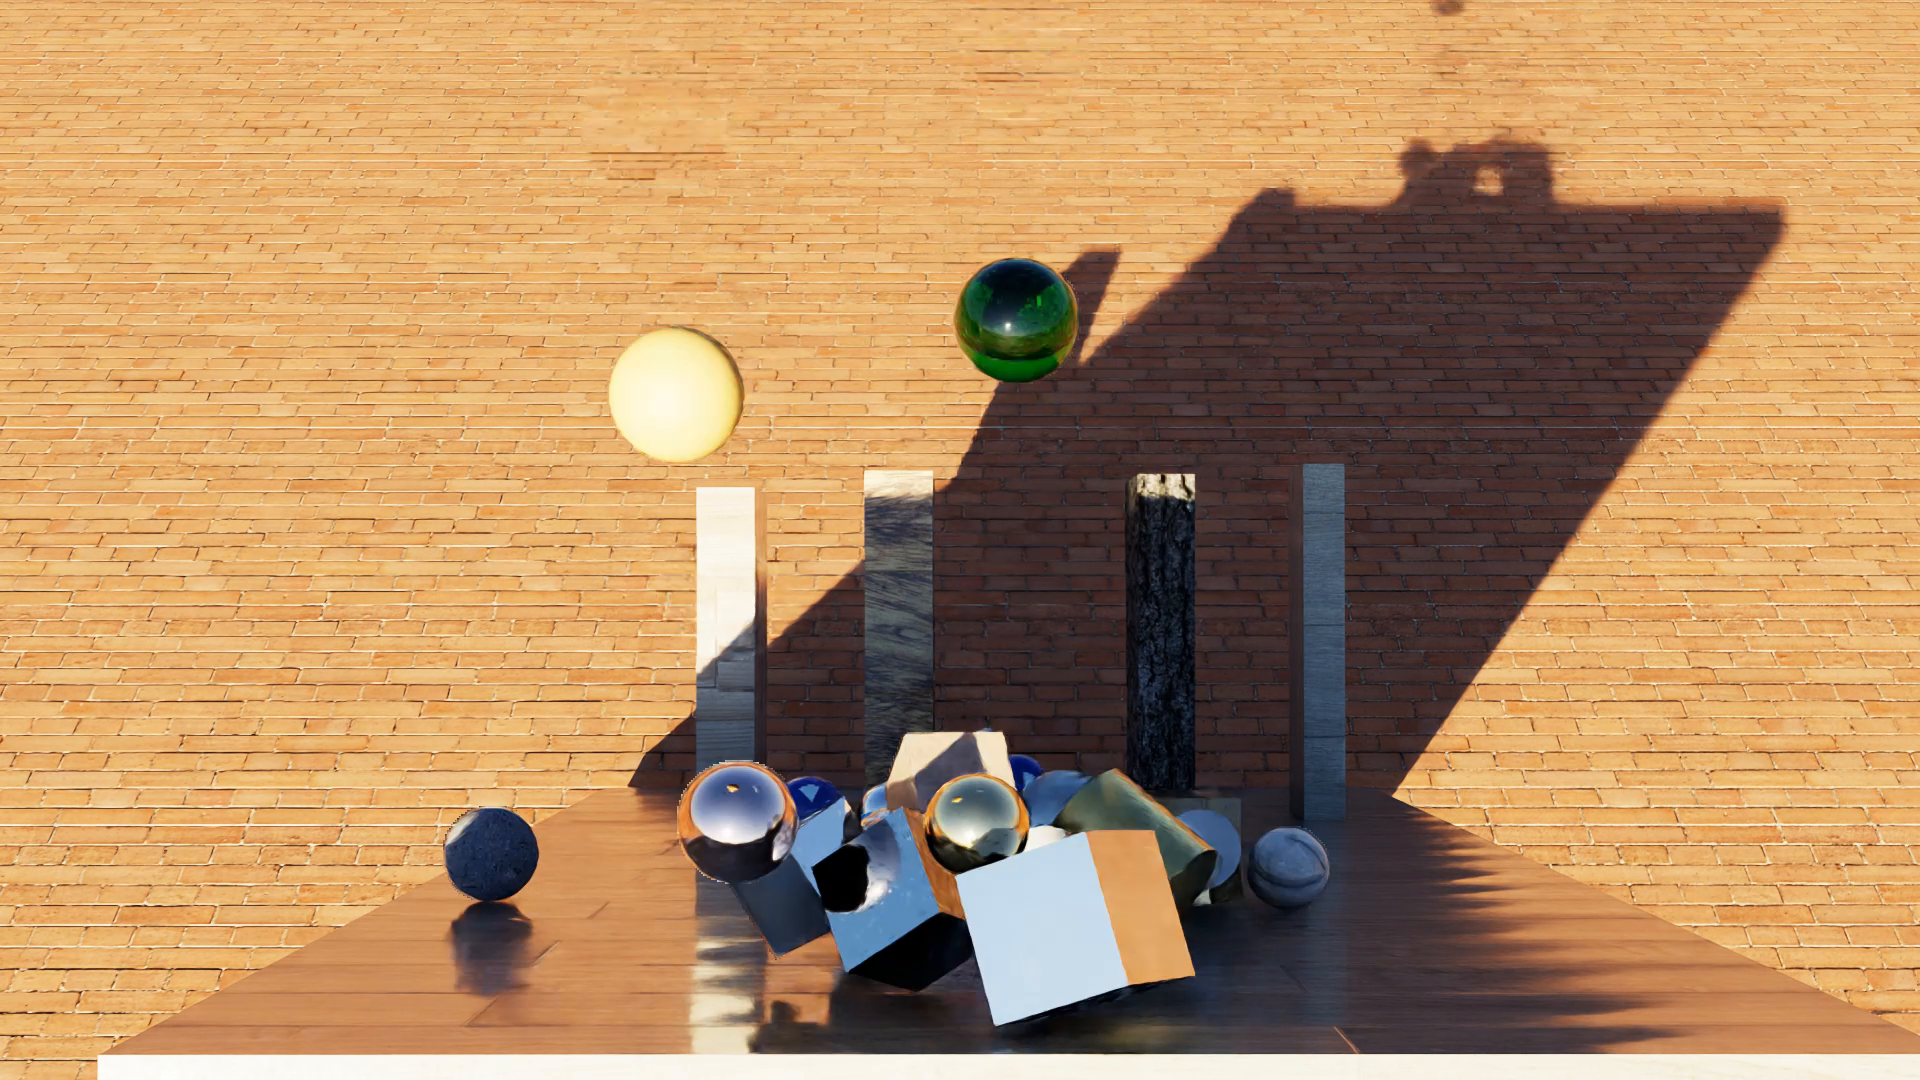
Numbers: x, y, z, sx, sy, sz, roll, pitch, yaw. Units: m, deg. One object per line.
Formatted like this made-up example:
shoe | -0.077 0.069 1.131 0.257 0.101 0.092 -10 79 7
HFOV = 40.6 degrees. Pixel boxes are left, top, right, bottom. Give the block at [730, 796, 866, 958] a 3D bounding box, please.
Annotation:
block | -0.193 0.435 3.350 0.129 0.129 0.129 -32 0 40

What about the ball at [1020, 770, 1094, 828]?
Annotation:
ball | 0.183 0.495 4.496 0.195 0.195 0.195 0 34 0

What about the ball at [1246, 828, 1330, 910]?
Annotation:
ball | 0.516 0.518 4.087 0.130 0.130 0.130 0 34 0

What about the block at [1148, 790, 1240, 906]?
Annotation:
block | 0.352 0.500 4.223 0.171 0.171 0.171 0 -1 -8

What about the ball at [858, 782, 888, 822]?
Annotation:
ball | -0.136 0.540 5.081 0.132 0.132 0.132 0 34 0

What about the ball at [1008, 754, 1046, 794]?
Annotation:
ball | 0.131 0.553 5.845 0.142 0.142 0.142 0 34 0

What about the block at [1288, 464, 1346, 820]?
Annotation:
block | 0.811 0.229 5.904 0.092 0.793 0.258 0 -1 0

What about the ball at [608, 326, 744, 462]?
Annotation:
ball | -0.324 -0.167 2.969 0.155 0.155 0.155 0 34 0

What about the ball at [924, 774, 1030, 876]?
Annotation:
ball | 0.020 0.338 3.065 0.126 0.126 0.126 0 34 0

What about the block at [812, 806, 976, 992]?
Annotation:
block | -0.061 0.441 3.175 0.147 0.147 0.147 -36 55 21

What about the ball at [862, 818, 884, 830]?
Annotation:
ball | -0.103 0.487 3.736 0.175 0.175 0.175 0 34 0

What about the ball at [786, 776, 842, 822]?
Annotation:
ball | -0.300 0.538 5.161 0.140 0.140 0.140 0 34 0

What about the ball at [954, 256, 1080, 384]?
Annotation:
ball | 0.066 -0.260 3.065 0.149 0.149 0.149 0 34 0

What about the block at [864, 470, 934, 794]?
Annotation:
block | -0.125 0.239 5.422 0.139 0.751 0.325 0 -1 0

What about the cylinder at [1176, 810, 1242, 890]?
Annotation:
cylinder | 0.364 0.466 3.906 0.118 0.118 0.118 5 -7 7

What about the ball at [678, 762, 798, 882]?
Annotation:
ball | -0.267 0.340 3.132 0.145 0.145 0.145 0 34 0

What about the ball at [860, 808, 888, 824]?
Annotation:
ball | -0.103 0.507 4.172 0.156 0.156 0.156 0 34 0

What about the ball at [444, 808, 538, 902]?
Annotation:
ball | -0.761 0.510 4.217 0.151 0.151 0.151 0 34 0

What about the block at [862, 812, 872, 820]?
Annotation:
block | -0.087 0.527 4.552 0.113 0.113 0.113 1 -13 -44

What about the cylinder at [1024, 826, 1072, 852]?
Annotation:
cylinder | 0.101 0.467 3.355 0.138 0.138 0.138 -8 54 -12

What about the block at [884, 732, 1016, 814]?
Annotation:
block | -0.011 0.348 3.421 0.134 0.134 0.134 0 51 -17

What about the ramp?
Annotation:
ramp | 0.075 0.649 4.782 2.000 0.100 4.000 0 -1 0

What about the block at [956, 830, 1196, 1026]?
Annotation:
block | 0.132 0.440 2.958 0.174 0.174 0.174 -22 -15 27

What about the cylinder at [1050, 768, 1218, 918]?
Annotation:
cylinder | 0.230 0.441 3.584 0.178 0.178 0.178 39 48 23

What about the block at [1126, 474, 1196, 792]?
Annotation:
block | 0.373 0.243 4.857 0.102 0.716 0.347 0 -1 0

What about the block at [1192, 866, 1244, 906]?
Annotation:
block | 0.358 0.514 4.038 0.113 0.113 0.113 -14 -10 32

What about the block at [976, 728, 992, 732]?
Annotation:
block | -0.004 0.414 4.500 0.122 0.122 0.122 -21 3 44

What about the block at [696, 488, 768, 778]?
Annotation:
block | -0.528 0.257 6.030 0.130 0.743 0.382 0 -1 0
